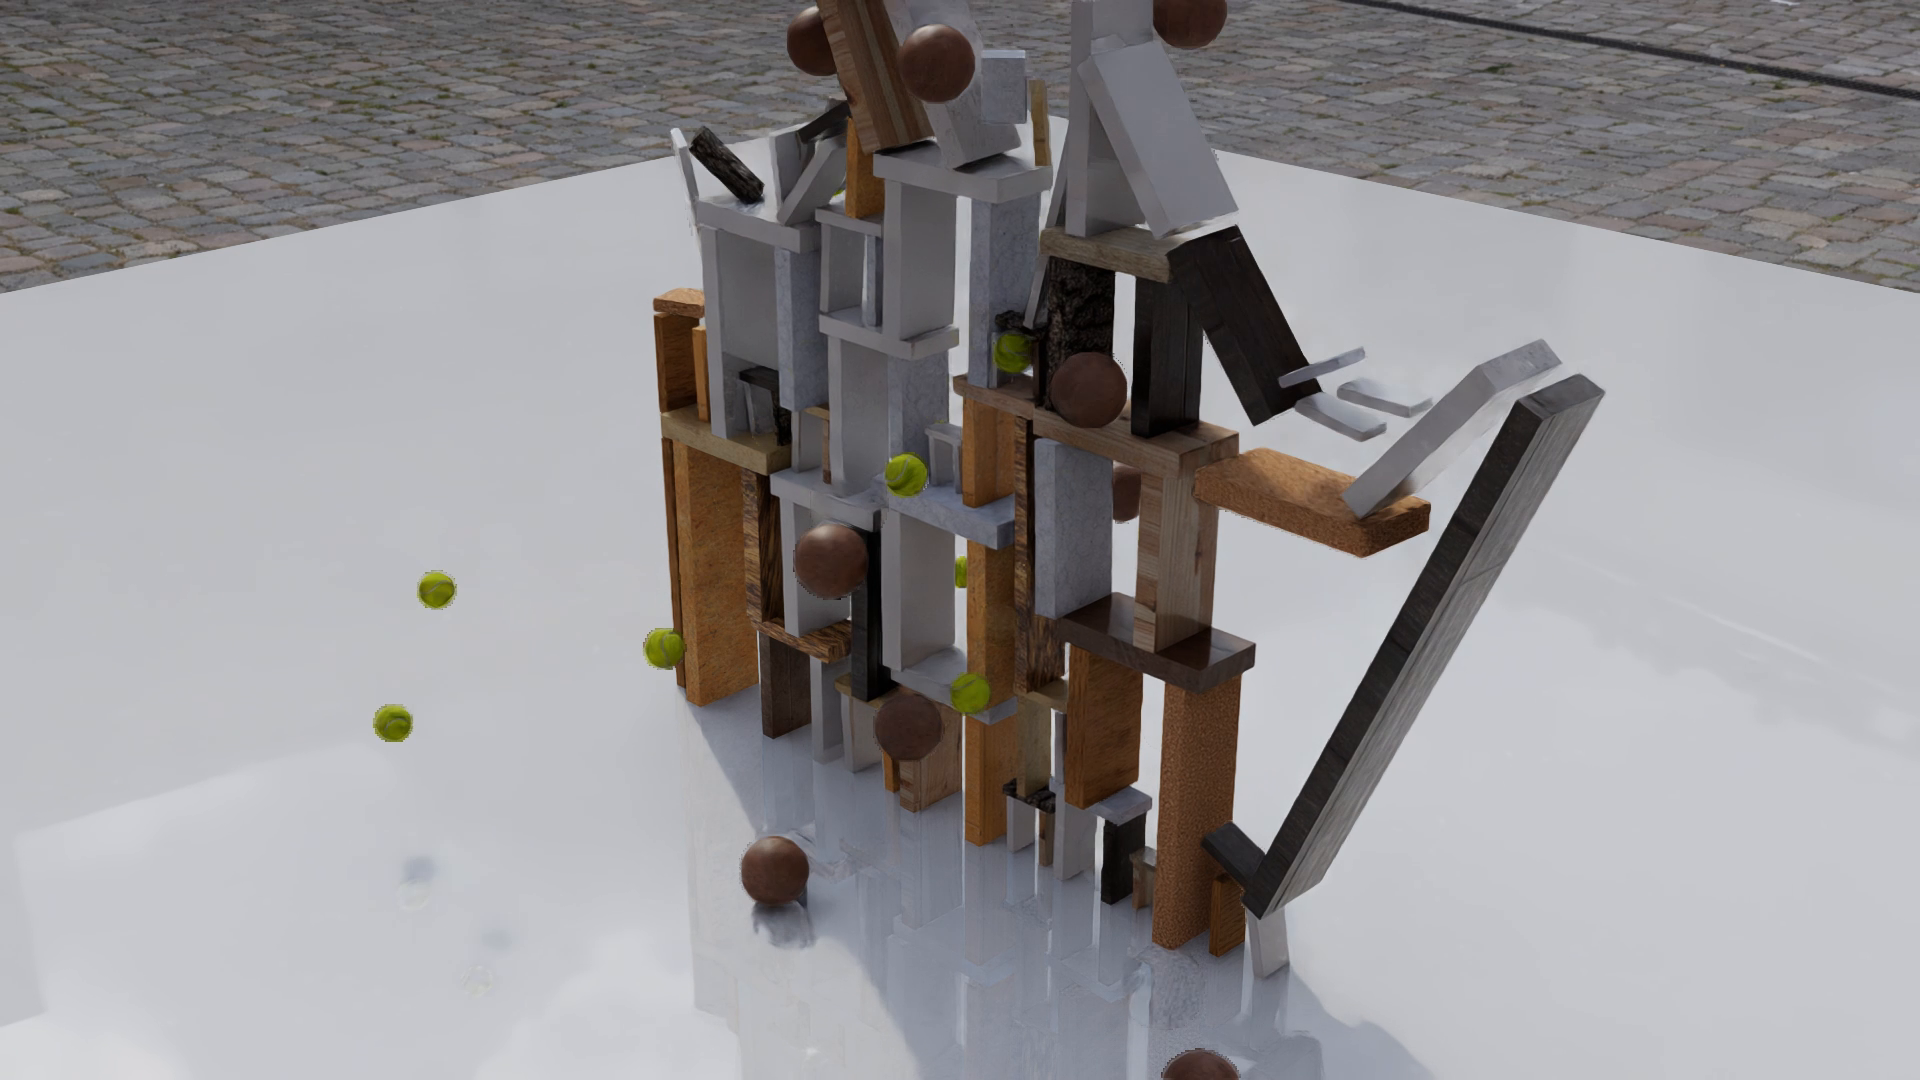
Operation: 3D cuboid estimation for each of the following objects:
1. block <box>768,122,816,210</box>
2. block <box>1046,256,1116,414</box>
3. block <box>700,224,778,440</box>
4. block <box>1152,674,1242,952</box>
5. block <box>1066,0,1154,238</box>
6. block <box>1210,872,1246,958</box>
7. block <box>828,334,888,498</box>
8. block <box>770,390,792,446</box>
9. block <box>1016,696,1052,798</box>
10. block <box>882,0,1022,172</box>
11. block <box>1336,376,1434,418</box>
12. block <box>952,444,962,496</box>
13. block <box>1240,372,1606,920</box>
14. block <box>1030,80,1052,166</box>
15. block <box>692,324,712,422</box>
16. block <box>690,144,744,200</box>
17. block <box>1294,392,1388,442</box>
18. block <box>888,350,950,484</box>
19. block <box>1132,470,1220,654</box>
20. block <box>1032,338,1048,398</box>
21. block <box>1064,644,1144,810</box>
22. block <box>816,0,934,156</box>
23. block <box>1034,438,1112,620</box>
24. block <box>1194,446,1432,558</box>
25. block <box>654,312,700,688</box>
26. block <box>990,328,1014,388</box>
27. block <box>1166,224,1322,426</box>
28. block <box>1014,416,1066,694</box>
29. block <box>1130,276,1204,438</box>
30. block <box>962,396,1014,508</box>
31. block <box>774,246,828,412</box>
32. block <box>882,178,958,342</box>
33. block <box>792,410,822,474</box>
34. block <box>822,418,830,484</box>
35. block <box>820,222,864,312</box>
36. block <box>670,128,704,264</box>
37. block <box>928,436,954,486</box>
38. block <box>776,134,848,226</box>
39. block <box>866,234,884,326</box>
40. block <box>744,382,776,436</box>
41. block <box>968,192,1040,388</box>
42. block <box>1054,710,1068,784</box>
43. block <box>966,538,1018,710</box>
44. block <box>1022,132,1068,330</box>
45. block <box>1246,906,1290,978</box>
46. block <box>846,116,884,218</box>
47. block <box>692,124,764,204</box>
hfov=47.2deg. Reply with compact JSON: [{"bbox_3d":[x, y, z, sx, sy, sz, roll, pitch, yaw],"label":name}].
[{"bbox_3d":[-0.318,-0.710,4.236,0.085,0.169,0.024,-22,35,-27],"label":"block"},{"bbox_3d":[0.211,-0.371,3.846,0.039,0.277,0.139,19,28,37],"label":"block"},{"bbox_3d":[-0.443,-0.440,4.515,0.046,0.441,0.163,20,30,41],"label":"block"},{"bbox_3d":[0.426,0.476,3.961,0.045,0.528,0.160,21,30,40],"label":"block"},{"bbox_3d":[0.252,-0.718,3.705,0.044,0.393,0.157,20,28,40],"label":"block"},{"bbox_3d":[0.487,0.671,3.982,0.022,0.155,0.077,21,31,41],"label":"block"},{"bbox_3d":[-0.199,-0.256,4.328,0.036,0.333,0.126,22,31,40],"label":"block"},{"bbox_3d":[-0.353,-0.257,4.496,0.017,0.119,0.059,13,25,43],"label":"block"},{"bbox_3d":[0.143,0.383,4.219,0.021,0.216,0.075,21,32,40],"label":"block"},{"bbox_3d":[-0.013,-0.825,3.878,0.046,0.324,0.162,-17,7,43],"label":"block"},{"bbox_3d":[0.660,-0.222,3.415,0.132,0.019,0.066,21,32,39],"label":"block"},{"bbox_3d":[0.011,-0.139,4.150,0.014,0.098,0.049,16,28,43],"label":"block"},{"bbox_3d":[0.718,0.205,3.529,0.173,1.118,0.049,-21,54,-41],"label":"block"},{"bbox_3d":[0.140,-0.725,3.832,0.021,0.146,0.073,-3,9,9],"label":"block"},{"bbox_3d":[-0.509,-0.356,4.623,0.028,0.200,0.100,16,27,40],"label":"block"},{"bbox_3d":[-0.481,-0.745,4.405,0.020,0.139,0.070,-41,15,17],"label":"block"},{"bbox_3d":[0.605,-0.196,3.492,0.066,0.019,0.132,-21,39,-39],"label":"block"},{"bbox_3d":[-0.078,-0.245,4.203,0.036,0.253,0.126,20,30,40],"label":"block"},{"bbox_3d":[0.379,0.017,3.826,0.047,0.329,0.164,21,29,40],"label":"block"},{"bbox_3d":[0.149,-0.309,3.914,0.015,0.103,0.052,14,27,35],"label":"block"},{"bbox_3d":[0.267,0.321,4.056,0.045,0.320,0.160,20,29,40],"label":"block"},{"bbox_3d":[-0.152,-0.876,3.997,0.046,0.324,0.162,-11,10,46],"label":"block"},{"bbox_3d":[0.205,-0.038,3.958,0.047,0.329,0.164,17,27,39],"label":"block"},{"bbox_3d":[0.571,-0.066,3.587,0.173,0.049,0.346,-19,30,-40],"label":"block"},{"bbox_3d":[-0.600,-0.085,4.845,0.100,0.871,0.028,-21,30,-41],"label":"block"},{"bbox_3d":[0.076,-0.329,3.962,0.015,0.103,0.052,18,29,33],"label":"block"},{"bbox_3d":[0.466,-0.352,3.595,0.044,0.314,0.157,-29,-3,44],"label":"block"},{"bbox_3d":[0.149,0.018,4.051,0.108,0.544,0.030,-22,31,-40],"label":"block"},{"bbox_3d":[0.354,-0.324,3.735,0.039,0.277,0.139,20,29,40],"label":"block"},{"bbox_3d":[0.053,-0.176,4.090,0.030,0.215,0.108,21,31,41],"label":"block"},{"bbox_3d":[-0.282,-0.431,4.343,0.163,0.327,0.046,-20,30,-39],"label":"block"},{"bbox_3d":[-0.074,-0.533,4.080,0.043,0.301,0.150,22,31,37],"label":"block"},{"bbox_3d":[-0.310,-0.211,4.474,0.020,0.139,0.069,24,33,39],"label":"block"},{"bbox_3d":[-0.244,-0.186,4.414,0.020,0.139,0.069,24,33,39],"label":"block"},{"bbox_3d":[-0.226,-0.532,4.232,0.088,0.176,0.025,-20,35,-39],"label":"block"},{"bbox_3d":[-0.538,-0.659,4.504,0.020,0.398,0.070,-18,46,-10],"label":"block"},{"bbox_3d":[-0.035,-0.157,4.192,0.014,0.098,0.049,15,27,41],"label":"block"},{"bbox_3d":[-0.262,-0.682,4.154,0.094,0.227,0.027,-23,73,-41],"label":"block"},{"bbox_3d":[-0.137,-0.499,4.159,0.025,0.176,0.088,23,32,39],"label":"block"},{"bbox_3d":[-0.412,-0.280,4.549,0.017,0.119,0.059,9,23,44],"label":"block"},{"bbox_3d":[0.079,-0.458,3.960,0.043,0.344,0.150,18,29,33],"label":"block"},{"bbox_3d":[0.212,0.379,4.141,0.075,0.149,0.021,-20,29,-38],"label":"block"},{"bbox_3d":[0.089,0.137,4.187,0.048,0.340,0.170,20,30,39],"label":"block"},{"bbox_3d":[0.183,-0.563,3.811,0.021,0.414,0.073,31,32,33],"label":"block"},{"bbox_3d":[0.550,0.694,3.924,0.077,0.155,0.022,-21,20,-41],"label":"block"},{"bbox_3d":[-0.169,-0.702,4.101,0.027,0.188,0.094,24,33,36],"label":"block"},{"bbox_3d":[-0.462,-0.749,4.380,0.024,0.169,0.085,-42,18,15],"label":"block"}]
